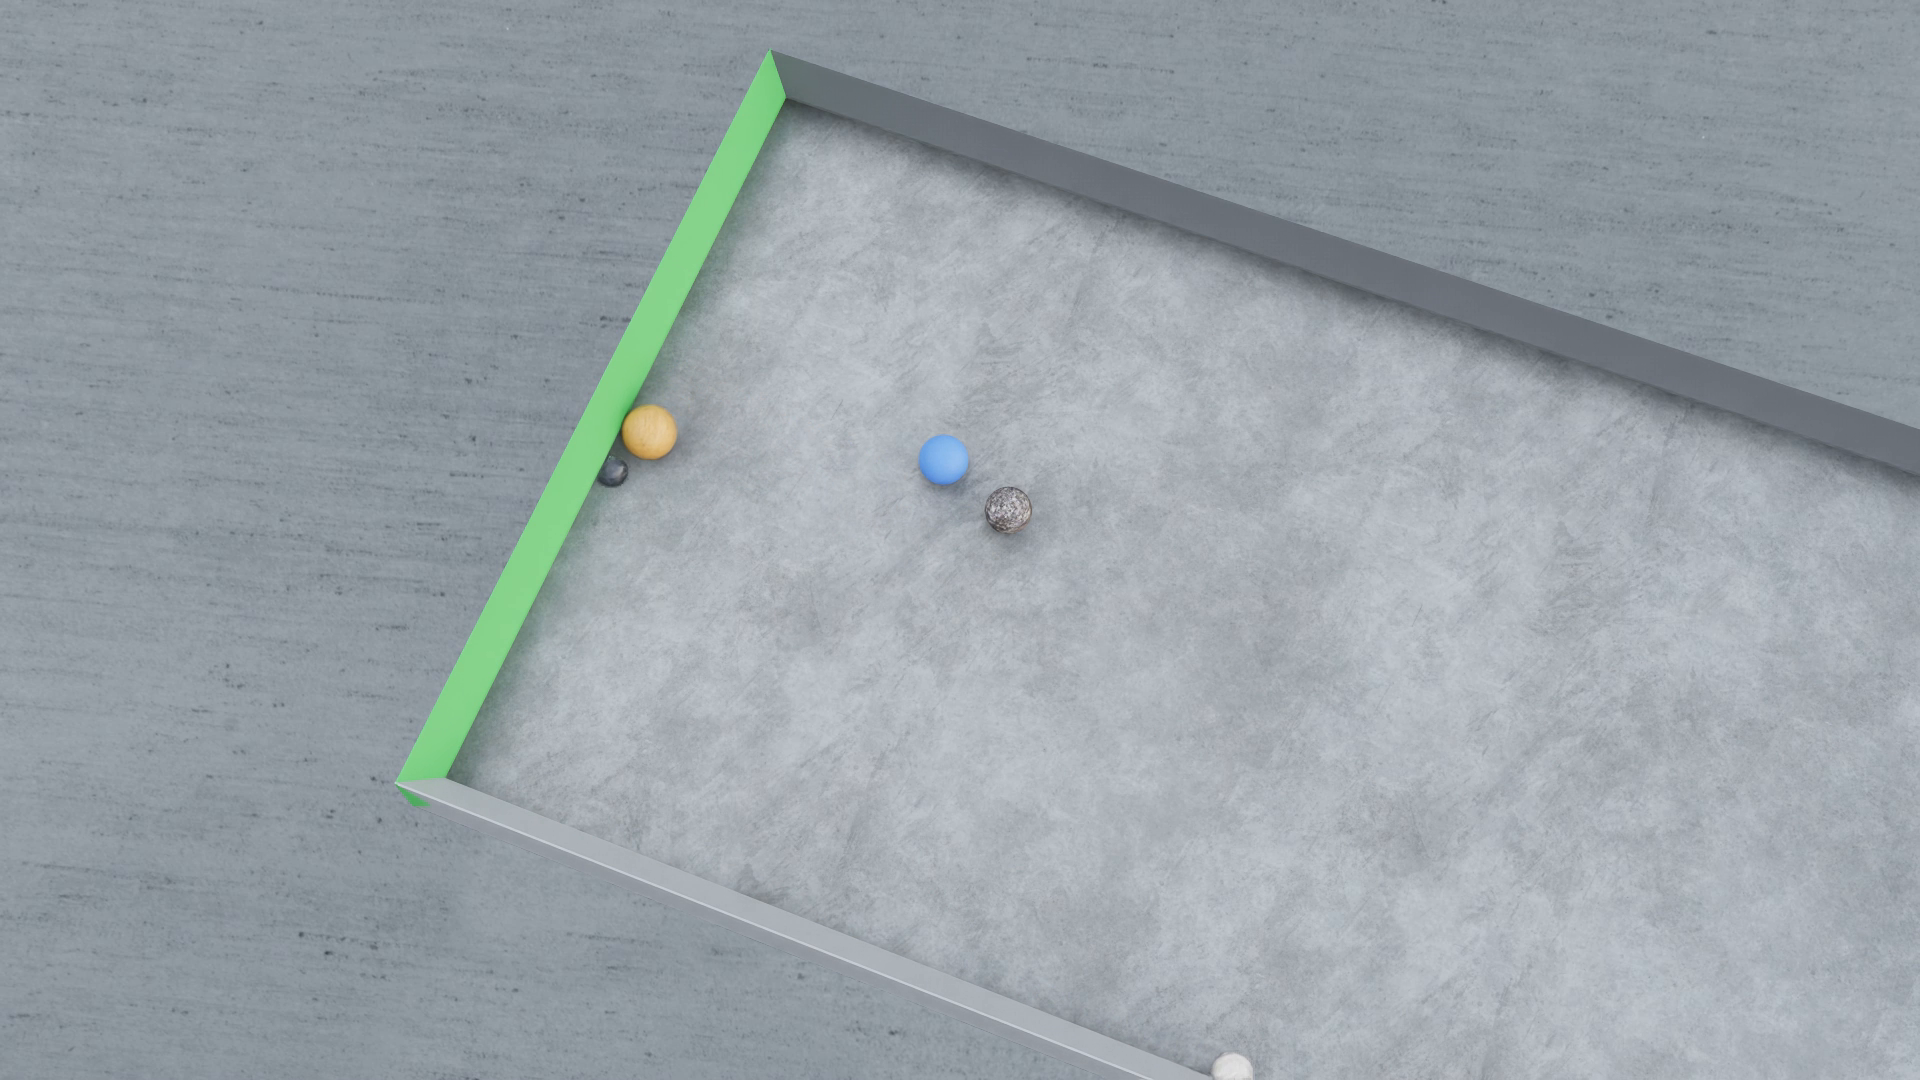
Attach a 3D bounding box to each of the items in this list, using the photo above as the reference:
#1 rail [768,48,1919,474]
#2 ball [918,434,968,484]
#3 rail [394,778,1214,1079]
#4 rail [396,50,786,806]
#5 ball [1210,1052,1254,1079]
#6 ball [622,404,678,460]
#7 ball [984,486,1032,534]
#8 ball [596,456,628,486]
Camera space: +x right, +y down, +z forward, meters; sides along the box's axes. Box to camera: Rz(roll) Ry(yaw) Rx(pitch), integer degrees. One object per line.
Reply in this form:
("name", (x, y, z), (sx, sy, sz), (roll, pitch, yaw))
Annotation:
("rail", (0.833, -0.382, 3.647), (2.511, 0.117, 0.045), (20, 68, 8))
("ball", (-0.027, -0.130, 3.561), (0.081, 0.081, 0.081), (0, 67, 0))
("rail", (0.337, 0.786, 3.153), (2.511, 0.117, 0.045), (20, 68, 8))
("rail", (-0.562, -0.211, 3.575), (0.045, 0.117, 1.409), (20, 68, 8))
("ball", (0.394, 0.775, 3.188), (0.062, 0.062, 0.062), (0, 67, 0))
("ball", (-0.504, -0.176, 3.576), (0.090, 0.090, 0.090), (0, 67, 0))
("ball", (0.078, -0.048, 3.529), (0.076, 0.076, 0.076), (0, 67, 0))
("ball", (-0.565, -0.112, 3.569), (0.052, 0.052, 0.052), (0, 67, 0))
